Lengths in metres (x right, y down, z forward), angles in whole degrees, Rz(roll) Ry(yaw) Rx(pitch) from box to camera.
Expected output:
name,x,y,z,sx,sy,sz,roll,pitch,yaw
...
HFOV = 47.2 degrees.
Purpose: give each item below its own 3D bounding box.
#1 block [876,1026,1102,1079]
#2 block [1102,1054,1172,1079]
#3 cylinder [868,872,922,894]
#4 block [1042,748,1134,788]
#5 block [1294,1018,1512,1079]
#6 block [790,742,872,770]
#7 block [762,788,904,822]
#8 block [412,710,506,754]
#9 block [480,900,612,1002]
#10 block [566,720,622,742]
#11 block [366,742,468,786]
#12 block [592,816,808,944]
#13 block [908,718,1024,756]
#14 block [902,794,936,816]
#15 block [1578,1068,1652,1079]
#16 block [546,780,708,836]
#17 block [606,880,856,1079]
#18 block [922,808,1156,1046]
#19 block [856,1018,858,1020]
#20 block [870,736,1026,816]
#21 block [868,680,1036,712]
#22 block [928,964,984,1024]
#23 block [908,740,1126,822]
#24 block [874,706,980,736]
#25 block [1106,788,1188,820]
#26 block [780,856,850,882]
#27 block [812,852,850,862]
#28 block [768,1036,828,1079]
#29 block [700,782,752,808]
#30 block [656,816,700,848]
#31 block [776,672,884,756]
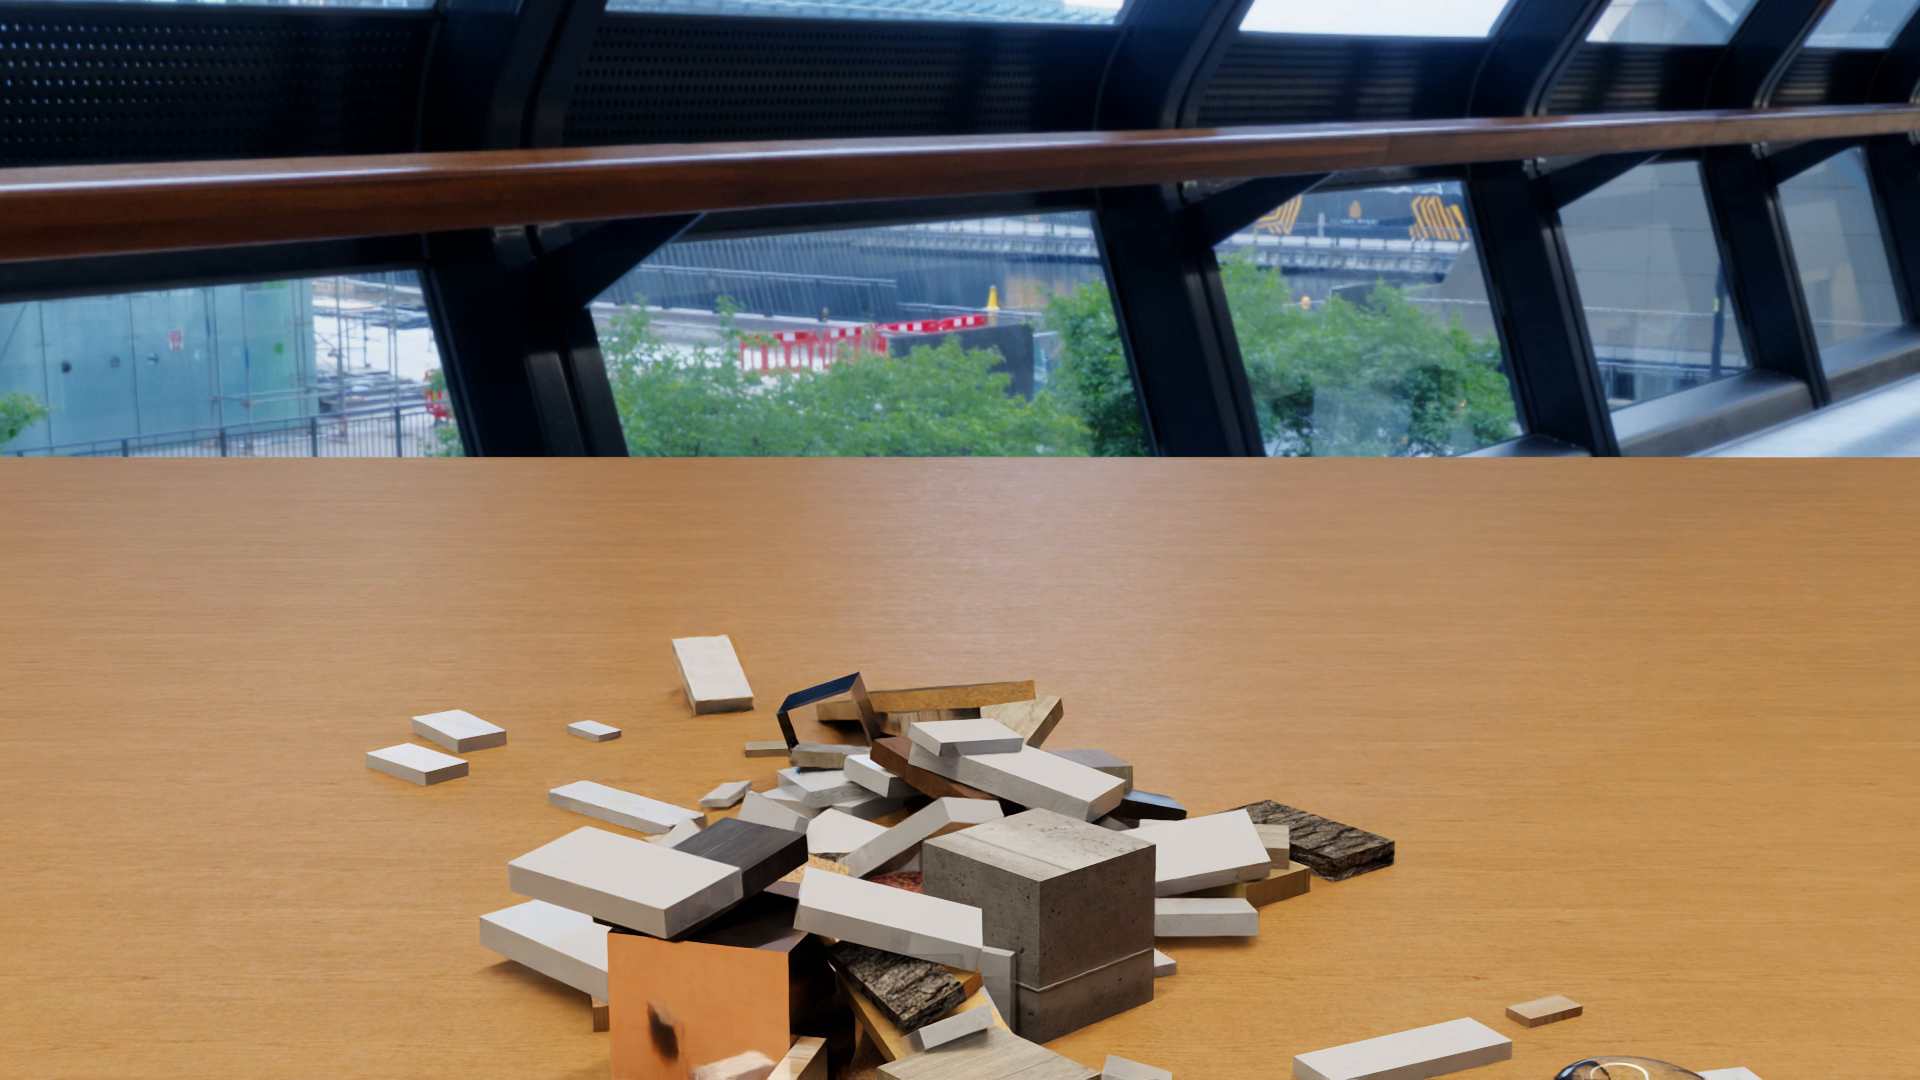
name,x,y,z,sx,sy,sz,roll,pitch,yaw
block,0.033,0.703,2.557,0.184,0.184,0.184,-9,14,-40
block,0.227,0.698,2.834,0.089,0.025,0.177,15,-4,8
cylinder,-0.076,0.588,3.293,0.142,0.142,0.142,0,11,0
block,0.226,0.441,4.222,0.149,0.042,0.298,-2,1,-8
block,0.603,0.703,2.989,0.298,0.026,0.092,-5,12,-26
block,-0.206,0.404,4.092,0.202,0.029,0.101,3,4,5
block,-0.242,0.479,4.020,0.256,0.036,0.128,0,10,42
block,-1.050,0.400,4.606,0.109,0.031,0.219,-8,13,-38
block,-0.555,0.602,3.274,0.323,0.046,0.162,10,15,43
block,-0.771,0.403,4.632,0.058,0.016,0.115,-10,15,-44
block,-1.079,0.445,4.369,0.202,0.029,0.101,9,14,41
block,-0.341,0.446,2.907,0.140,0.040,0.280,7,18,32
block,0.011,0.343,3.826,0.184,0.026,0.092,1,17,-38
block,-0.026,0.494,3.947,0.117,0.033,0.422,-2,9,-10
block,0.858,0.761,2.679,0.089,0.025,0.501,0,11,2
block,-0.621,0.500,4.084,0.339,0.026,0.092,9,14,39
block,-0.296,0.606,2.906,0.247,0.247,0.247,3,11,16
block,0.115,0.555,3.203,0.239,0.239,0.239,-10,14,-42
block,-0.228,0.653,3.239,0.121,0.034,0.241,-5,12,-26
block,-0.021,0.413,3.853,0.133,0.038,0.265,-1,20,-45
block,-0.084,0.317,4.401,0.128,0.036,0.912,-5,-3,-21
block,-0.065,0.556,2.878,0.092,0.026,0.184,-29,36,-30
block,0.099,0.402,3.814,0.340,0.046,0.162,18,15,23
block,-0.076,0.353,4.361,0.149,0.042,0.613,-6,-3,-8
block,0.285,0.477,4.018,0.234,0.033,0.117,12,4,-14
block,-0.257,0.560,3.176,0.140,0.040,0.280,15,34,1
block,-0.158,0.542,3.538,0.447,0.038,0.134,0,-27,-8
block,-0.216,0.712,2.680,0.034,0.121,0.254,3,11,14
block,-0.444,0.483,4.175,0.058,0.016,0.115,-6,8,18
block,-0.409,0.548,3.402,0.133,0.038,0.266,-42,39,-7
block,-0.253,0.371,4.320,0.152,0.152,0.152,-18,8,8
